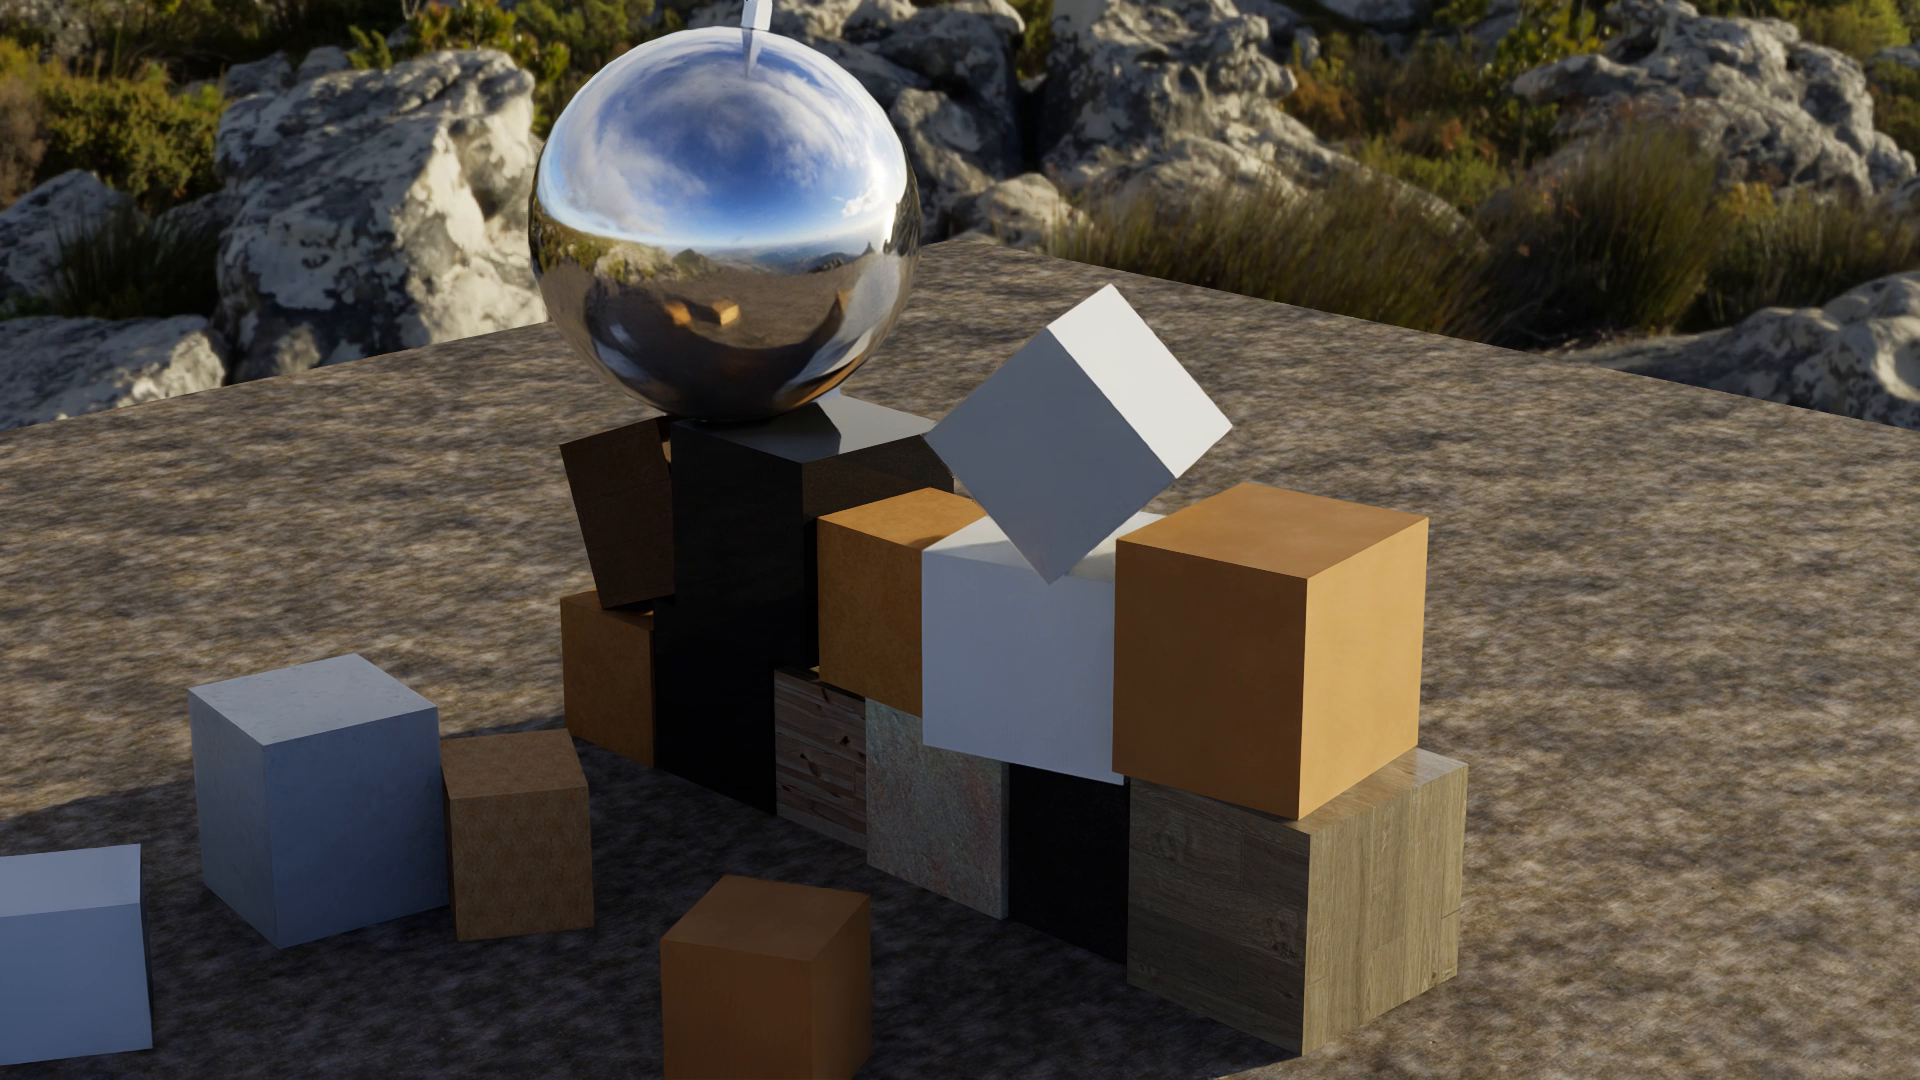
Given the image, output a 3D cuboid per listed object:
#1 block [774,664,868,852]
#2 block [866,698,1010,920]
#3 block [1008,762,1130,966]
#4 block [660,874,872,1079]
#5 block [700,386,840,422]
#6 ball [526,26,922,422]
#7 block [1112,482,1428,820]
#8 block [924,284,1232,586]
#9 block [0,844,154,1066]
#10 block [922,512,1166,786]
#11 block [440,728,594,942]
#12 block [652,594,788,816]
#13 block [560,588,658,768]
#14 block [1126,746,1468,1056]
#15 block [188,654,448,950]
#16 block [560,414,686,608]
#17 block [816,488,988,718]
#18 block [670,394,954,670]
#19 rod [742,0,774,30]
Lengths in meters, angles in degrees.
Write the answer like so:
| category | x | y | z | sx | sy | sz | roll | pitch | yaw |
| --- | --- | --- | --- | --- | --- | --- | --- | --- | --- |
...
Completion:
| category | x | y | z | sx | sy | sz | roll | pitch | yaw |
| --- | --- | --- | --- | --- | --- | --- | --- | --- | --- |
| block | -0.367 | 0.969 | 14.023 | 0.732 | 0.743 | 0.728 | -17 | 24 | -42 |
| block | 0.208 | 1.096 | 13.472 | 0.941 | 0.831 | 0.861 | -17 | 24 | -42 |
| block | 0.793 | 1.257 | 12.897 | 0.794 | 0.868 | 0.841 | 16 | 24 | 42 |
| block | -0.749 | 1.792 | 11.477 | 0.618 | 0.698 | 0.642 | 6 | 18 | 18 |
| block | -1.051 | -0.969 | 14.092 | 0.684 | 0.643 | 0.724 | -11 | 10 | -19 |
| ball | -0.955 | -1.281 | 11.938 | 1.600 | 1.600 | 1.600 | 0 | 17 | 0 |
| block | 1.280 | 0.430 | 12.091 | 0.880 | 1.006 | 1.013 | 12 | 21 | 34 |
| block | 0.499 | -0.448 | 12.142 | 0.733 | 0.794 | 0.832 | -41 | -1 | 27 |
| block | -3.635 | 1.680 | 11.934 | 0.627 | 0.639 | 0.613 | -4 | 18 | -14 |
| block | 0.489 | 0.408 | 12.683 | 0.962 | 0.879 | 0.947 | 9 | 20 | 28 |
| block | -1.989 | 1.305 | 13.075 | 0.598 | 0.669 | 0.720 | -4 | 18 | -14 |
| block | -0.930 | 0.725 | 14.545 | 0.786 | 0.896 | 0.863 | -17 | 24 | -42 |
| block | -1.508 | 0.637 | 15.103 | 0.795 | 0.728 | 0.715 | -17 | 24 | -42 |
| block | 1.409 | 1.401 | 12.284 | 0.941 | 0.962 | 1.050 | 17 | 24 | 42 |
| block | -2.870 | 1.148 | 13.113 | 0.810 | 0.947 | 0.857 | -12 | 21 | -34 |
| block | -1.358 | -0.206 | 14.748 | 0.794 | 0.854 | 0.834 | -17 | 3 | -42 |
| block | -0.150 | 0.275 | 13.395 | 0.705 | 0.782 | 0.709 | -16 | 24 | -41 |
| block | -0.699 | -0.075 | 13.952 | 0.935 | 0.985 | 0.961 | -16 | 23 | -41 |
| rod | -0.414 | -4.603 | 11.461 | 0.080 | 5.200 | 0.080 | 17 | 11 | 42 |
